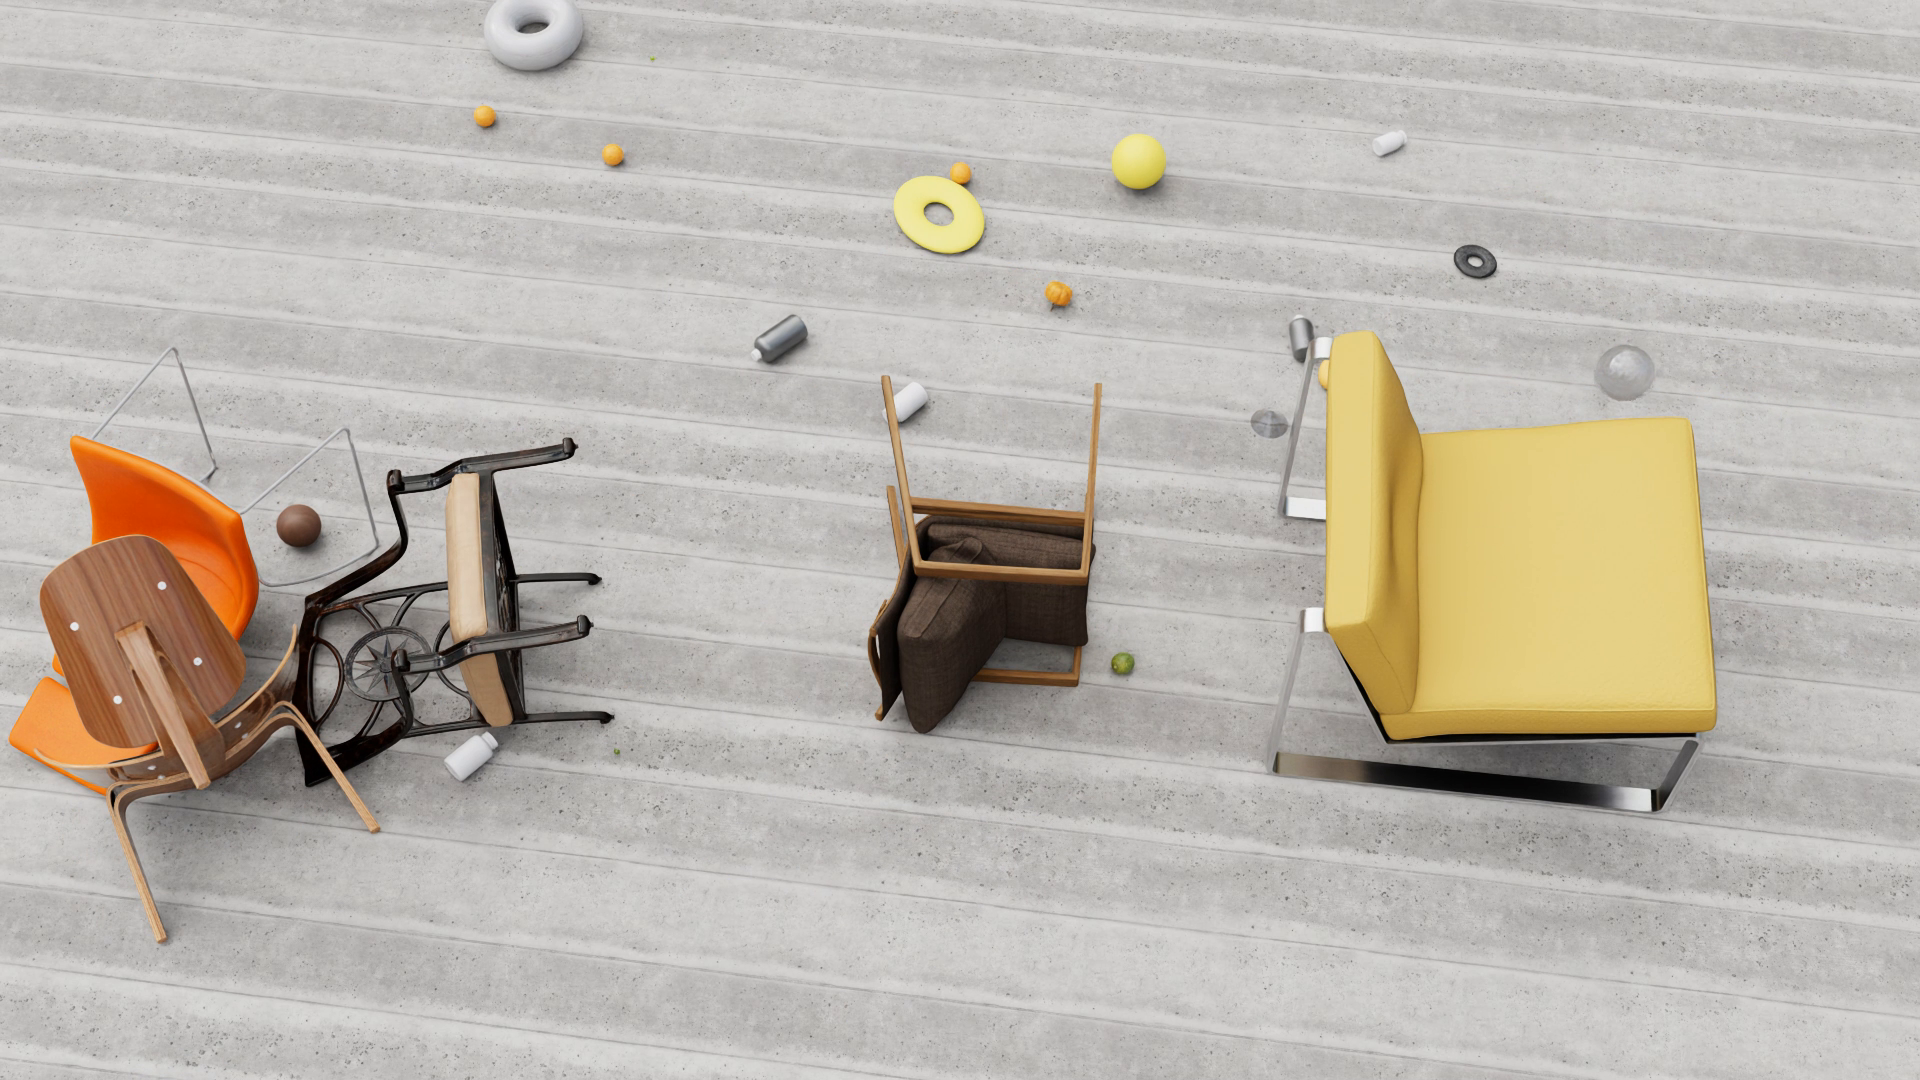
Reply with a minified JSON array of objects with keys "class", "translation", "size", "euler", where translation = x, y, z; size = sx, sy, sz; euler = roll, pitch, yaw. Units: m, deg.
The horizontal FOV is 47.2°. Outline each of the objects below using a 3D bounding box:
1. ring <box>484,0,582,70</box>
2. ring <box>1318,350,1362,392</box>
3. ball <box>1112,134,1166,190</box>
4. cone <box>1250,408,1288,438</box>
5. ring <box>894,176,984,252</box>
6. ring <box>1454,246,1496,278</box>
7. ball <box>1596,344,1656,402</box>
[{"class":"ring","translation":[-1.493,-1.790,7.696],"size":[0.345,0.135,0.348],"euler":[-8,58,-4]},{"class":"ring","translation":[1.192,-0.531,6.895],"size":[0.122,0.060,0.162],"euler":[37,65,23]},{"class":"ball","translation":[0.594,-1.258,7.308],"size":[0.182,0.182,0.182],"euler":[0,56,0]},{"class":"cone","translation":[0.959,-0.380,6.789],"size":[0.116,0.066,0.120],"euler":[-34,62,-21]},{"class":"ring","translation":[-0.070,-1.077,7.271],"size":[0.277,0.044,0.358],"euler":[-27,61,-18]},{"class":"ring","translation":[1.680,-0.909,7.171],"size":[0.132,0.022,0.147],"euler":[-37,64,-21]},{"class":"ball","translation":[2.062,-0.518,6.815],"size":[0.177,0.177,0.177],"euler":[0,56,0]}]
